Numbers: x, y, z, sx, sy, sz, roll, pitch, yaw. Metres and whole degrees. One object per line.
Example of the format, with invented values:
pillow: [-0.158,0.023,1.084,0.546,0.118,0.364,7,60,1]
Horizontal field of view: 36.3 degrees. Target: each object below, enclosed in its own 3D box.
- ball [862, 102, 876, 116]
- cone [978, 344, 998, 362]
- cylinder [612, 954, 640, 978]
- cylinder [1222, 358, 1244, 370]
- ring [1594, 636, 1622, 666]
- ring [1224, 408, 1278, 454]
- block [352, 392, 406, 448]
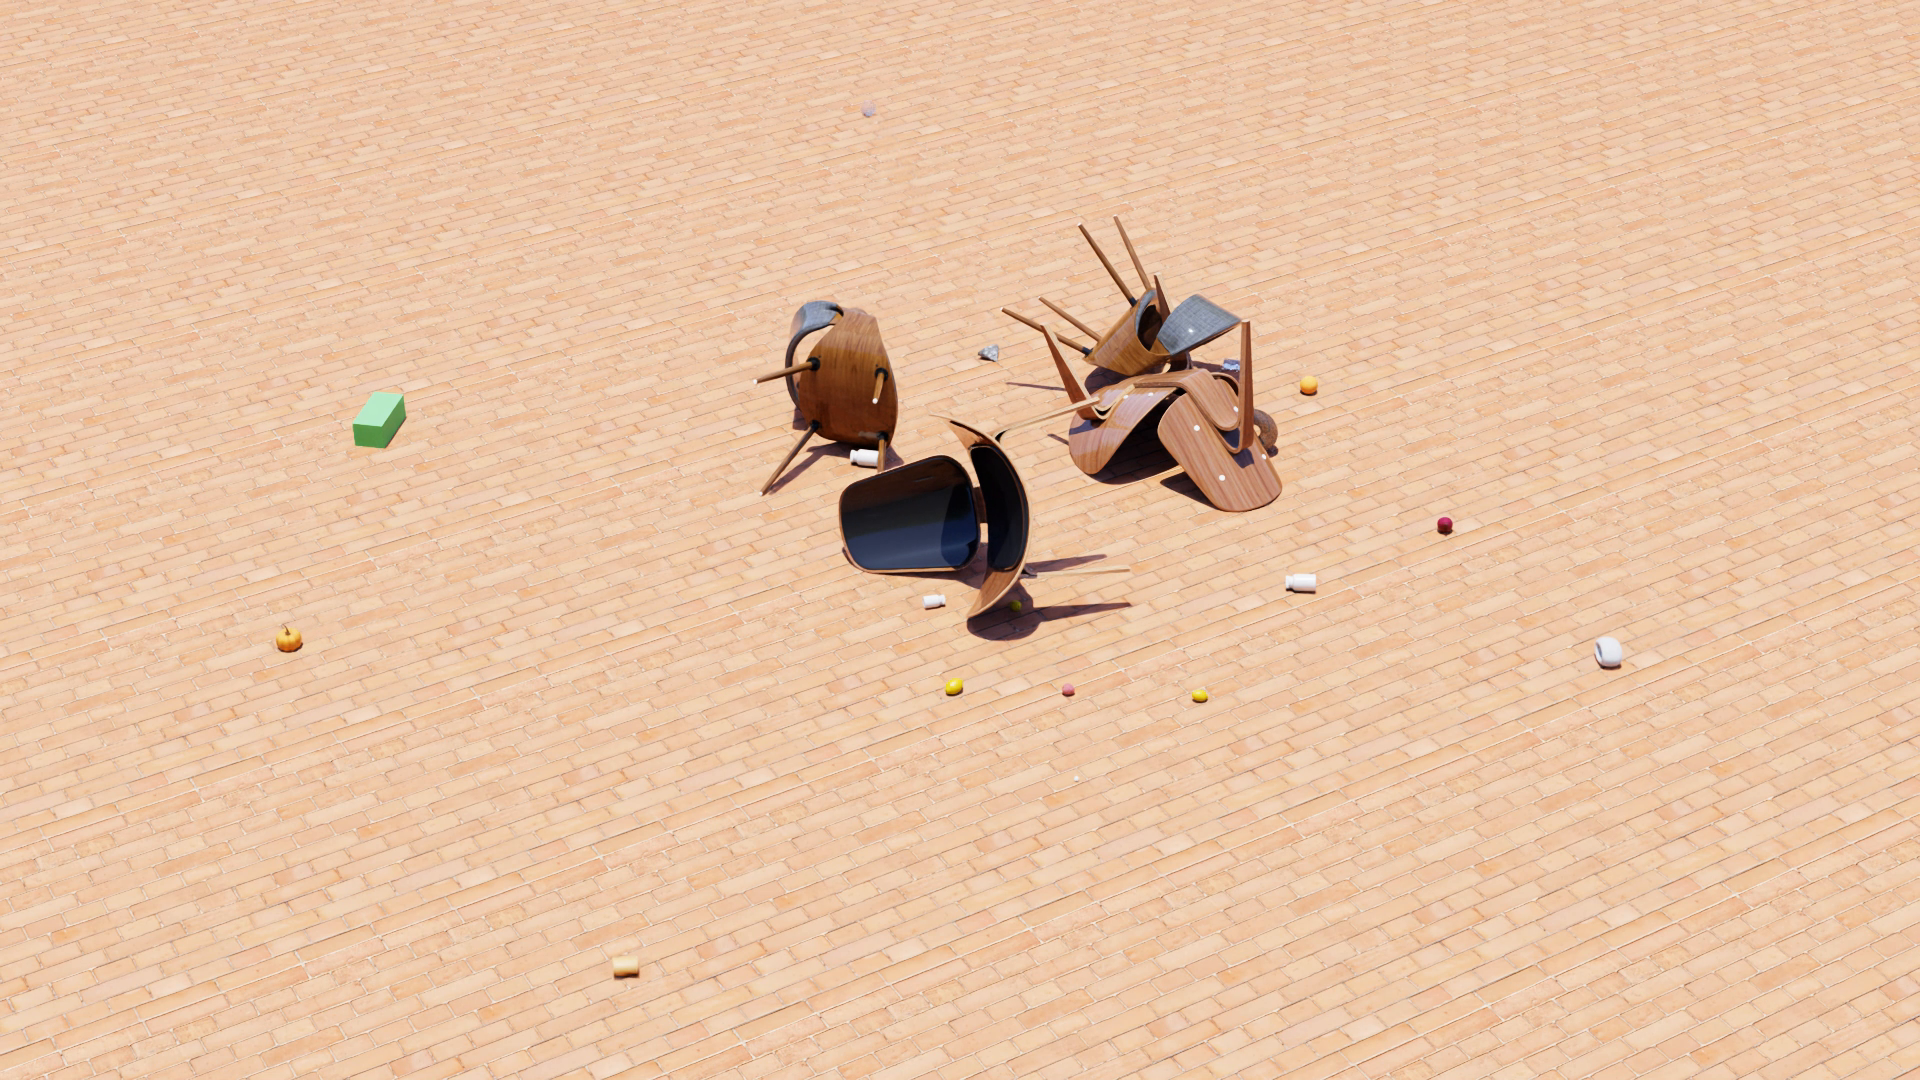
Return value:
ball: [-0.437,-2.059,14.012,0.064,0.064,0.064,0,33,0]
cone: [0.134,-0.757,12.069,0.108,0.059,0.069,-20,61,-30]
cylinder: [-1.019,1.298,8.931,0.075,0.047,0.061,13,43,-11]
cylinder: [1.118,-0.719,12.004,0.073,0.034,0.058,8,33,15]
ring: [2.273,0.392,10.277,0.074,0.083,0.121,0,46,-9]
ring: [1.135,-0.423,11.431,0.212,0.183,0.105,12,16,-4]
block: [-2.291,-0.474,11.570,0.121,0.102,0.249,6,34,9]
